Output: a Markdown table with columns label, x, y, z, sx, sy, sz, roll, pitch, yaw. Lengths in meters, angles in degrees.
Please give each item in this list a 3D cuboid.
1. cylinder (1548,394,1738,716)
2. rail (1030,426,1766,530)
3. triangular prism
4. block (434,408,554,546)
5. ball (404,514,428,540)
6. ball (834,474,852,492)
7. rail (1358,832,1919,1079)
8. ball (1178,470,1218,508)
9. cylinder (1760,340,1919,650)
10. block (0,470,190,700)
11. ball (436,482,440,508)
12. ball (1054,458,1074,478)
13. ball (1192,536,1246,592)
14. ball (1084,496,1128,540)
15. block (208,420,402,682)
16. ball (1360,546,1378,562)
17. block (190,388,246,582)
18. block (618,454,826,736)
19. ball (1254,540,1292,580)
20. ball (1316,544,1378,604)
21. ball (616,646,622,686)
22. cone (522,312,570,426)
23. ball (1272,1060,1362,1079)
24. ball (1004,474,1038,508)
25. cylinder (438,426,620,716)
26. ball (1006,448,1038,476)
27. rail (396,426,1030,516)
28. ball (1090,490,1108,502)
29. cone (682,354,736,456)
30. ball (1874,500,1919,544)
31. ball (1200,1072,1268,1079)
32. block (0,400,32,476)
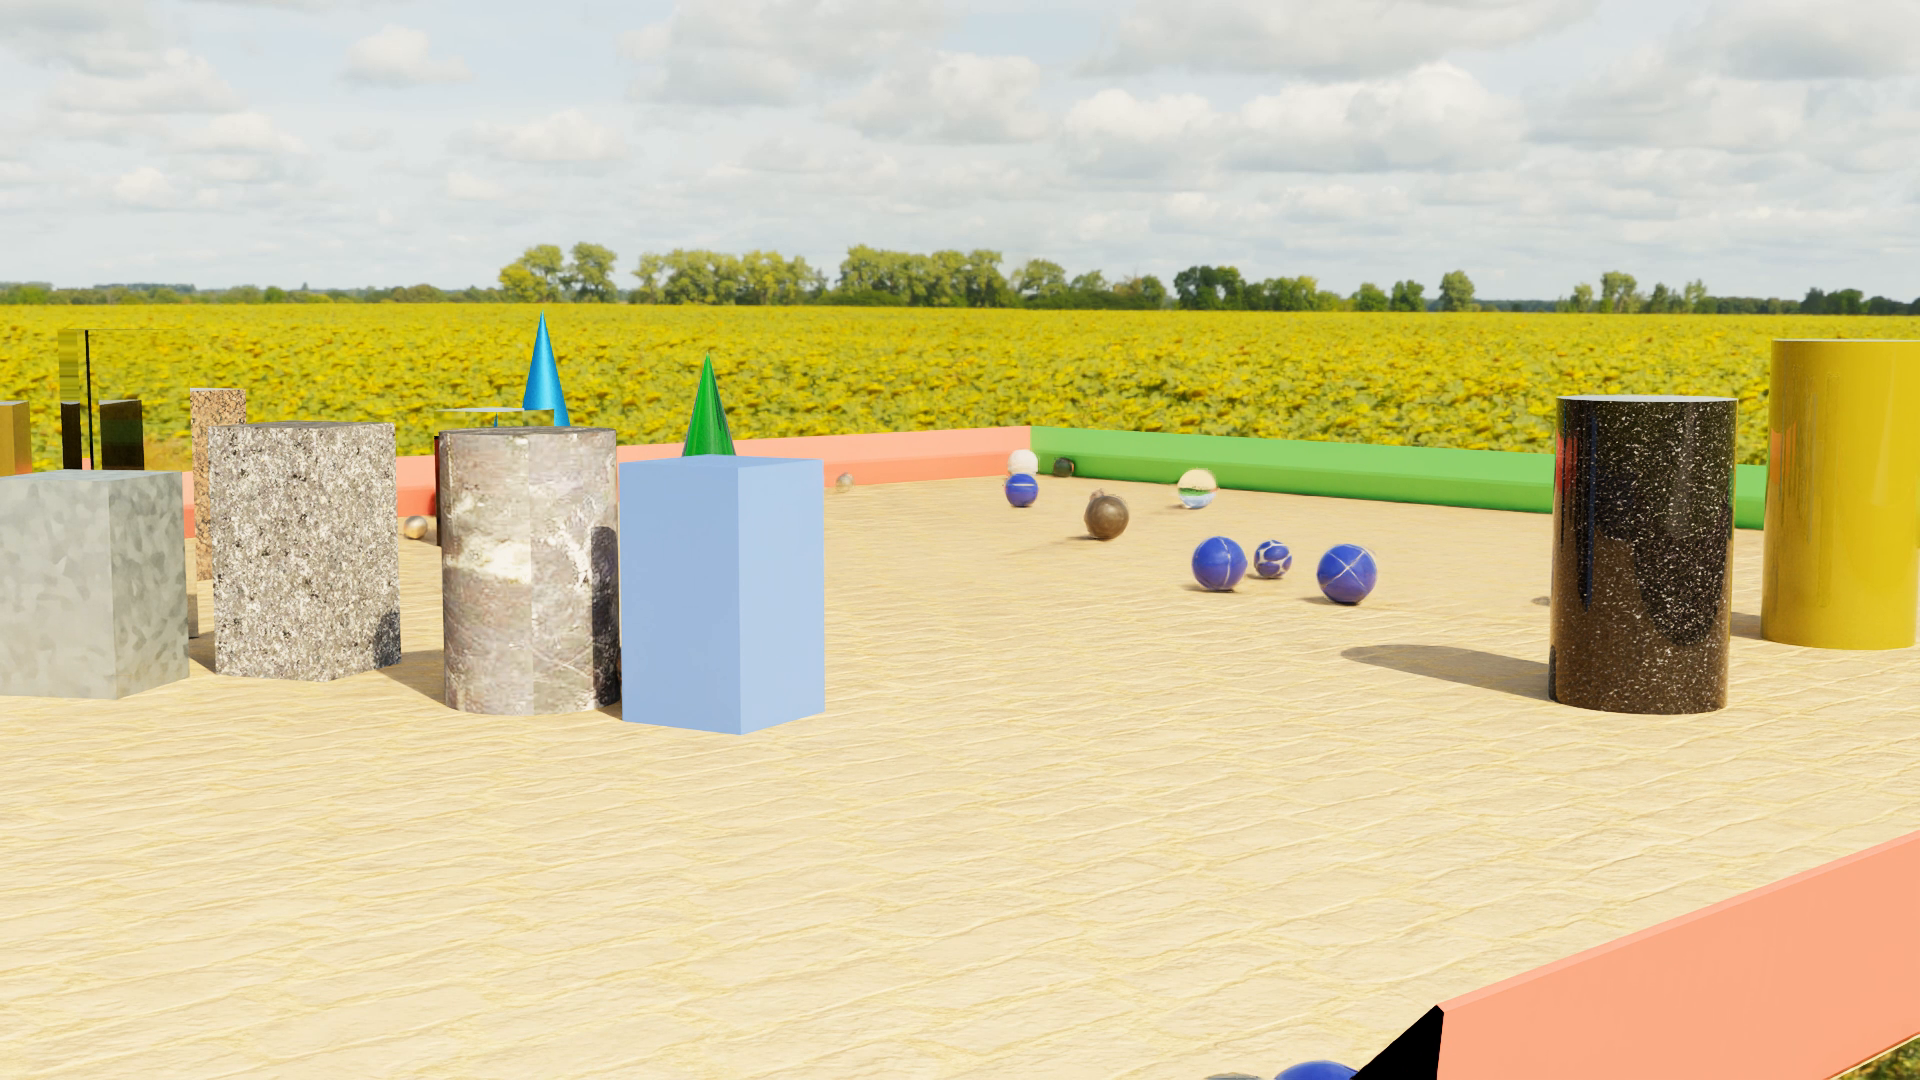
| label | x | y | z | sx | sy | sz | roll | pitch | yaw |
| --- | --- | --- | --- | --- | --- | --- | --- | --- | --- |
| cylinder | 0.778 | 0.011 | 2.509 | 0.198 | 0.346 | 0.198 | 0 | 6 | 0 |
| rail | 1.443 | -0.105 | 4.656 | 0.045 | 0.129 | 3.735 | -5 | 8 | -42 |
| triangular prism | -1.105 | -0.072 | 2.949 | 0.148 | 0.419 | 0.171 | -3 | 7 | -30 |
| block | -0.882 | -0.119 | 4.179 | 0.158 | 0.258 | 0.158 | 4 | 7 | 30 |
| ball | -1.062 | -0.025 | 4.292 | 0.048 | 0.048 | 0.048 | 0 | 6 | 0 |
| ball | -0.285 | -0.138 | 5.388 | 0.045 | 0.045 | 0.045 | 0 | 6 | 0 |
| rail | 1.250 | 0.174 | 1.984 | 3.973 | 0.129 | 0.045 | -5 | 8 | -42 |
| ball | 0.536 | -0.116 | 4.965 | 0.089 | 0.089 | 0.089 | 0 | 6 | 0 |
| cylinder | 1.193 | -0.067 | 2.970 | 0.198 | 0.405 | 0.198 | 0 | 6 | 0 |
| block | -1.031 | 0.049 | 2.603 | 0.158 | 0.252 | 0.158 | 1 | 6 | 11 |
| ball | -1.081 | -0.098 | 4.742 | 0.099 | 0.099 | 0.099 | 0 | 6 | 0 |
| ball | 0.276 | -0.193 | 5.870 | 0.054 | 0.054 | 0.054 | 0 | 6 | 0 |
| ball | 0.412 | 0.038 | 3.494 | 0.088 | 0.088 | 0.088 | 0 | 6 | 0 |
| ball | 0.285 | -0.044 | 4.281 | 0.087 | 0.087 | 0.087 | 0 | 6 | 0 |
| block | -0.810 | 0.009 | 2.727 | 0.158 | 0.305 | 0.158 | 2 | 6 | 20 |
| ball | 0.681 | 0.035 | 3.718 | 0.048 | 0.048 | 0.048 | 0 | 6 | 0 |
| block | -1.308 | -0.095 | 3.681 | 0.158 | 0.313 | 0.158 | 4 | 7 | 32 |
| block | -0.259 | 0.054 | 2.406 | 0.158 | 0.282 | 0.158 | 3 | 7 | 30 |
| ball | 0.520 | 0.033 | 3.657 | 0.064 | 0.064 | 0.064 | 0 | 6 | 0 |
| ball | 0.588 | 0.052 | 3.343 | 0.092 | 0.092 | 0.092 | 0 | 6 | 0 |
| ball | -0.349 | 0.142 | 2.503 | 0.086 | 0.086 | 0.086 | 0 | 6 | 0 |
| cone | -0.839 | -0.242 | 4.440 | 0.198 | 0.449 | 0.198 | 0 | 6 | 0 |
| ball | 0.181 | 0.296 | 1.101 | 0.071 | 0.071 | 0.071 | 0 | 6 | 0 |
| ball | 0.139 | -0.112 | 4.977 | 0.079 | 0.079 | 0.079 | 0 | 6 | 0 |
| cylinder | -0.489 | 0.030 | 2.508 | 0.198 | 0.309 | 0.198 | 0 | 6 | 0 |
| ball | 0.163 | -0.197 | 5.767 | 0.084 | 0.084 | 0.084 | 0 | 6 | 0 |
| rail | -1.250 | -0.107 | 4.680 | 3.973 | 0.129 | 0.045 | -5 | 8 | -42 |
| ball | 0.315 | -0.093 | 4.981 | 0.041 | 0.041 | 0.041 | 0 | 6 | 0 |
| cone | -0.437 | -0.141 | 3.825 | 0.198 | 0.376 | 0.198 | 0 | 6 | 0 |
| ball | 1.789 | -0.033 | 4.196 | 0.084 | 0.084 | 0.084 | 0 | 6 | 0 |
| ball | 0.131 | 0.295 | 1.040 | 0.085 | 0.085 | 0.085 | 0 | 6 | 0 |
| block | -1.469 | -0.048 | 3.258 | 0.158 | 0.308 | 0.158 | -2 | 6 | -14 |
